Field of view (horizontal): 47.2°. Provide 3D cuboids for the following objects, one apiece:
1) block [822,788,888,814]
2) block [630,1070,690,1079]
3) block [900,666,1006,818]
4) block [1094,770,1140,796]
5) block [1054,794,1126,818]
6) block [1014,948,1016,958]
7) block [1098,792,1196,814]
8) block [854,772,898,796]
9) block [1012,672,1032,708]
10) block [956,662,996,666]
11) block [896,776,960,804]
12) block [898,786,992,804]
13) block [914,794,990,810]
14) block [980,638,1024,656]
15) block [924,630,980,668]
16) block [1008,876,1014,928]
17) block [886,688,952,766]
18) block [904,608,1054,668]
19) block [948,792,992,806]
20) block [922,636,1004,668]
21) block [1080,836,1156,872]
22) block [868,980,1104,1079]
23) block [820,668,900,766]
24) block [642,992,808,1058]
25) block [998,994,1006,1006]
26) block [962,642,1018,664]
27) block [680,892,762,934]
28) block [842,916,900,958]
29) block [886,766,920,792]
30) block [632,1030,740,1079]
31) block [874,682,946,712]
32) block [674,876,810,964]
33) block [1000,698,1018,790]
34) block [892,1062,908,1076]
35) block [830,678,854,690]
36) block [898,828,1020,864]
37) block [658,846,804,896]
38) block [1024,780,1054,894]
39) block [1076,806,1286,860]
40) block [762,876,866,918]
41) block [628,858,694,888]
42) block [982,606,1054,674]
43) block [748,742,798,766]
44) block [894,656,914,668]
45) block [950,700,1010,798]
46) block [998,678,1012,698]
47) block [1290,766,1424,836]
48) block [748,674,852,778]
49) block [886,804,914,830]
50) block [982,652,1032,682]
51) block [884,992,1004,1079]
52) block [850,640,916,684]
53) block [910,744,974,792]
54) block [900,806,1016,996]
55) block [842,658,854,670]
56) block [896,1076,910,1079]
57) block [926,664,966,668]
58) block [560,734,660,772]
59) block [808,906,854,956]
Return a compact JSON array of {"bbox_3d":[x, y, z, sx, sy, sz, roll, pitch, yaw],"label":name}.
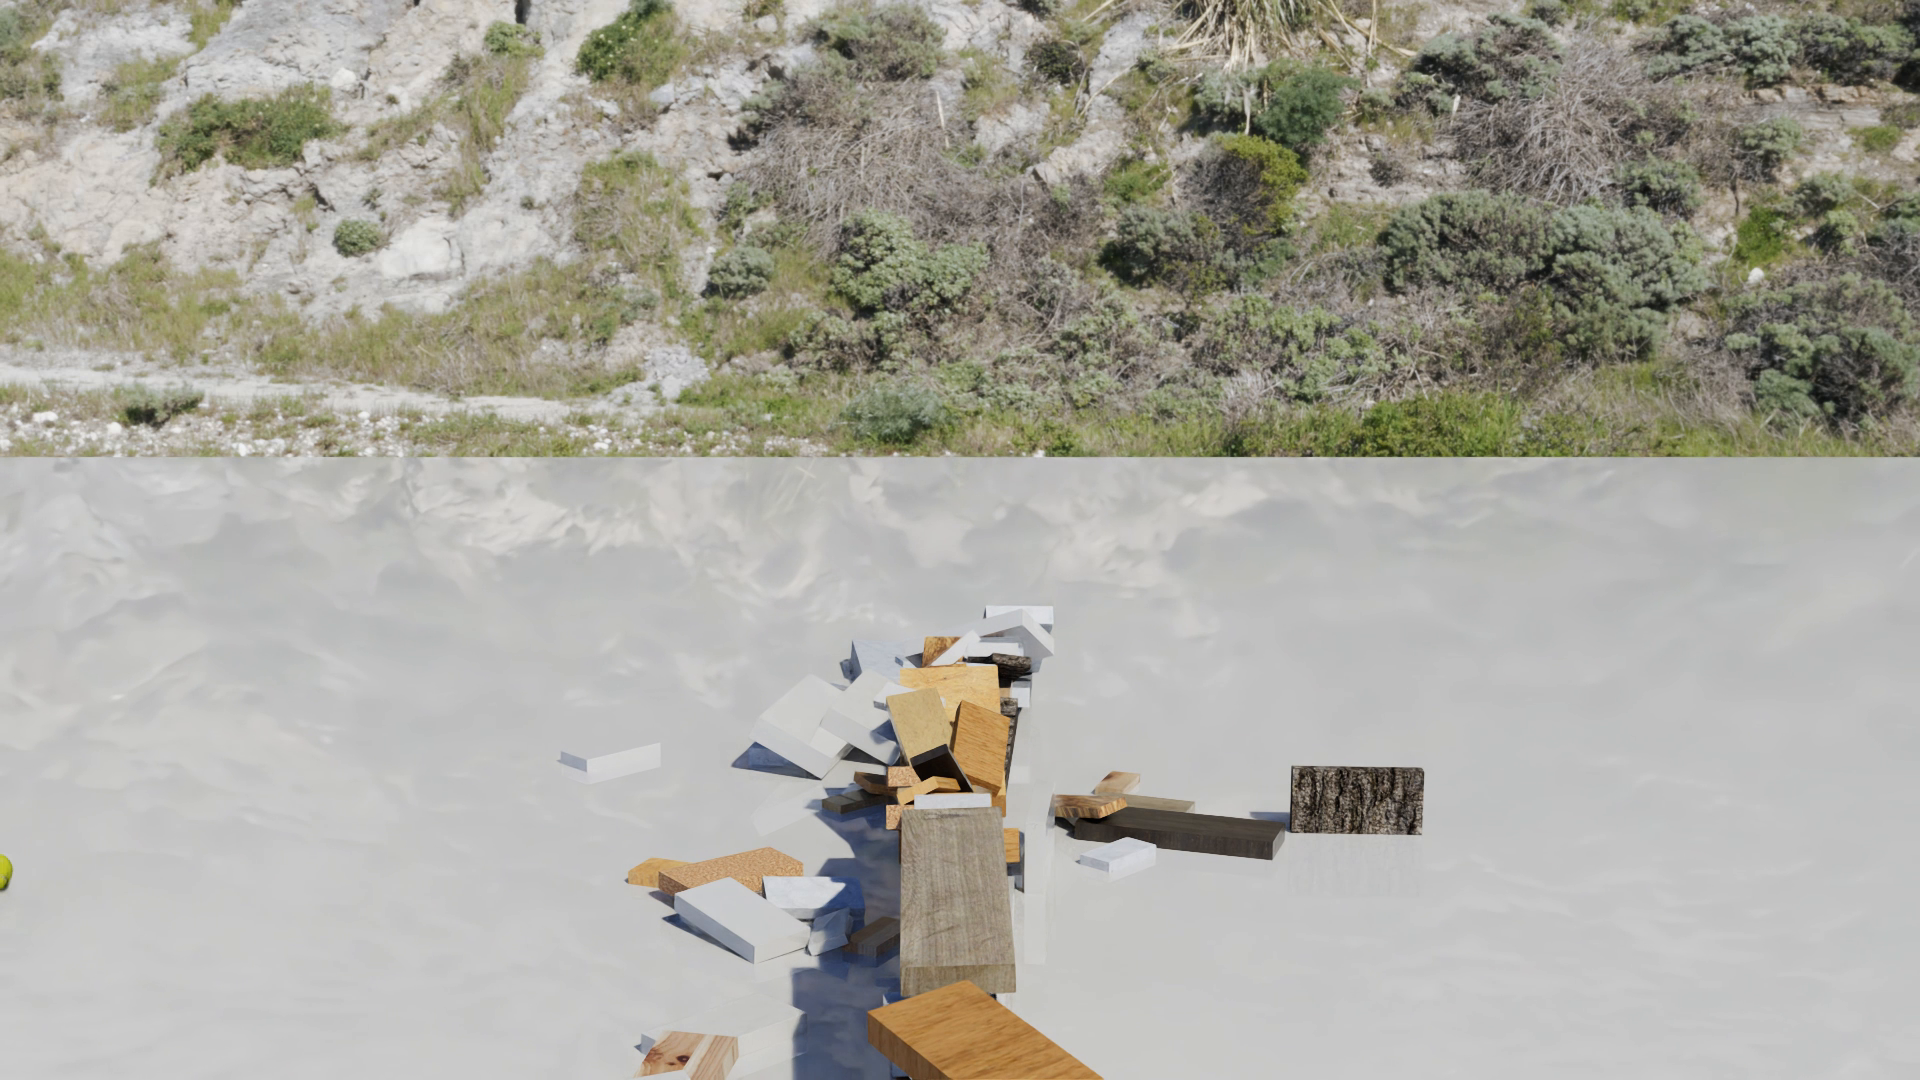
[{"bbox_3d":[-0.198,0.492,4.153,0.114,0.016,0.057,-9,14,-41],"label":"block"},{"bbox_3d":[-0.433,0.719,2.686,0.210,0.105,0.030,-5,11,-23],"label":"block"},{"bbox_3d":[-0.015,0.350,3.837,0.176,0.050,0.352,-2,35,-1],"label":"block"},{"bbox_3d":[0.305,0.473,4.256,0.057,0.016,0.114,4,11,20],"label":"block"},{"bbox_3d":[0.216,0.486,4.019,0.065,0.018,0.208,-19,6,-33],"label":"block"},{"bbox_3d":[0.003,0.605,3.213,0.142,0.040,0.283,0,-5,-1],"label":"block"},{"bbox_3d":[0.336,0.501,4.079,0.182,0.026,0.091,4,11,20],"label":"block"},{"bbox_3d":[-0.156,0.467,4.208,0.065,0.018,0.131,10,2,-16],"label":"block"},{"bbox_3d":[0.085,0.319,4.838,0.143,0.040,0.458,1,3,3],"label":"block"},{"bbox_3d":[0.015,0.284,4.063,0.076,0.021,0.206,4,25,8],"label":"block"},{"bbox_3d":[-0.047,0.380,3.316,0.063,0.018,0.127,-27,-14,10],"label":"block"},{"bbox_3d":[-0.022,0.419,3.549,0.123,0.035,0.247,-2,-9,7],"label":"block"},{"bbox_3d":[-0.009,0.419,3.079,0.109,0.031,0.219,-1,20,-1],"label":"block"},{"bbox_3d":[0.077,0.221,4.438,0.096,0.027,0.192,0,4,-1],"label":"block"},{"bbox_3d":[-0.039,0.244,4.333,0.096,0.027,0.192,-38,-1,32],"label":"block"},{"bbox_3d":[0.005,0.540,3.155,0.142,0.040,0.283,0,7,2],"label":"block"},{"bbox_3d":[-0.061,0.332,3.779,0.091,0.026,0.182,-10,42,-12],"label":"block"},{"bbox_3d":[0.041,0.230,4.692,0.285,0.040,0.143,-16,-37,25],"label":"block"},{"bbox_3d":[0.002,0.393,3.319,0.063,0.018,0.127,-3,-9,15],"label":"block"},{"bbox_3d":[0.006,0.275,4.462,0.167,0.047,0.333,0,17,1],"label":"block"},{"bbox_3d":[0.276,0.549,3.839,0.065,0.018,0.131,10,14,42],"label":"block"},{"bbox_3d":[0.026,0.576,2.431,0.136,0.039,0.273,-11,20,-31],"label":"block"},{"bbox_3d":[-0.168,0.364,4.563,0.167,0.047,0.334,29,14,5],"label":"block"},{"bbox_3d":[-0.327,0.687,3.066,0.210,0.030,0.105,-10,15,-43],"label":"block"},{"bbox_3d":[-0.001,0.596,2.941,0.119,0.034,0.238,0,2,0],"label":"block"},{"bbox_3d":[0.056,0.237,4.282,0.096,0.027,0.192,1,-17,-4],"label":"block"},{"bbox_3d":[-0.332,0.597,3.570,0.232,0.022,0.079,-5,12,-26],"label":"block"},{"bbox_3d":[-0.126,0.622,3.450,0.061,0.017,0.121,6,12,29],"label":"block"},{"bbox_3d":[-0.064,0.385,3.540,0.107,0.030,0.214,0,-8,-3],"label":"block"},{"bbox_3d":[-0.371,0.710,2.858,0.105,0.030,0.210,2,19,13],"label":"block"},{"bbox_3d":[-0.089,0.287,3.873,0.114,0.016,0.057,15,38,22],"label":"block"},{"bbox_3d":[-0.344,0.597,3.462,0.107,0.030,0.214,-12,23,-40],"label":"block"},{"bbox_3d":[0.002,0.384,3.930,0.176,0.050,0.352,2,24,5],"label":"block"},{"bbox_3d":[-0.003,0.661,2.826,0.162,0.046,0.325,0,-12,-1],"label":"block"},{"bbox_3d":[-0.245,0.334,5.010,0.095,0.013,0.047,9,14,40],"label":"block"},{"bbox_3d":[-0.003,0.484,3.462,0.176,0.050,0.488,-1,-8,-1],"label":"block"},{"bbox_3d":[-0.379,0.556,3.644,0.214,0.030,0.107,-8,13,-36],"label":"block"},{"bbox_3d":[0.138,0.507,3.776,0.035,0.123,0.247,1,11,6],"label":"block"},{"bbox_3d":[0.395,0.522,3.944,0.357,0.033,0.117,4,11,19],"label":"block"},{"bbox_3d":[-0.238,0.579,3.560,0.158,0.022,0.079,3,30,-14],"label":"block"},{"bbox_3d":[-0.472,0.569,3.721,0.158,0.022,0.079,4,11,22],"label":"block"},{"bbox_3d":[0.115,0.218,4.787,0.143,0.040,0.285,1,-25,-5],"label":"block"},{"bbox_3d":[-0.346,0.415,4.521,0.117,0.033,0.235,2,11,10],"label":"block"},{"bbox_3d":[-0.096,0.278,5.030,0.095,0.013,0.047,0,12,-25],"label":"block"},{"bbox_3d":[0.031,0.353,3.734,0.091,0.026,0.182,22,34,-8],"label":"block"},{"bbox_3d":[0.017,0.342,4.133,0.143,0.040,0.285,2,24,5],"label":"block"},{"bbox_3d":[0.718,0.472,3.985,0.235,0.117,0.033,1,11,3],"label":"block"},{"bbox_3d":[-0.294,0.375,4.488,0.167,0.047,0.380,29,14,6],"label":"block"},{"bbox_3d":[-0.032,0.433,3.408,0.123,0.035,0.401,-1,-8,4],"label":"block"},{"bbox_3d":[0.079,0.249,4.231,0.076,0.021,0.151,8,-18,-13],"label":"block"},{"bbox_3d":[0.017,0.621,2.549,0.134,0.038,0.368,-5,17,-14],"label":"block"},{"bbox_3d":[-0.155,0.297,5.063,0.167,0.047,0.334,4,11,-8],"label":"block"},{"bbox_3d":[-0.027,0.362,3.374,0.061,0.122,0.017,-23,47,5],"label":"block"},{"bbox_3d":[-0.007,0.453,2.810,0.136,0.039,0.438,-2,18,-1],"label":"block"},{"bbox_3d":[-0.226,0.292,5.238,0.094,0.013,0.047,-4,11,-21],"label":"block"},{"bbox_3d":[0.005,0.726,2.622,0.162,0.046,0.325,0,11,-1],"label":"block"},{"bbox_3d":[-0.019,0.282,3.999,0.076,0.021,0.151,-4,35,-3],"label":"block"},{"bbox_3d":[-0.707,0.431,4.454,0.181,0.026,0.090,-10,15,-44],"label":"block"},{"bbox_3d":[-0.201,0.612,3.445,0.061,0.017,0.121,-20,9,5],"label":"block"}]
